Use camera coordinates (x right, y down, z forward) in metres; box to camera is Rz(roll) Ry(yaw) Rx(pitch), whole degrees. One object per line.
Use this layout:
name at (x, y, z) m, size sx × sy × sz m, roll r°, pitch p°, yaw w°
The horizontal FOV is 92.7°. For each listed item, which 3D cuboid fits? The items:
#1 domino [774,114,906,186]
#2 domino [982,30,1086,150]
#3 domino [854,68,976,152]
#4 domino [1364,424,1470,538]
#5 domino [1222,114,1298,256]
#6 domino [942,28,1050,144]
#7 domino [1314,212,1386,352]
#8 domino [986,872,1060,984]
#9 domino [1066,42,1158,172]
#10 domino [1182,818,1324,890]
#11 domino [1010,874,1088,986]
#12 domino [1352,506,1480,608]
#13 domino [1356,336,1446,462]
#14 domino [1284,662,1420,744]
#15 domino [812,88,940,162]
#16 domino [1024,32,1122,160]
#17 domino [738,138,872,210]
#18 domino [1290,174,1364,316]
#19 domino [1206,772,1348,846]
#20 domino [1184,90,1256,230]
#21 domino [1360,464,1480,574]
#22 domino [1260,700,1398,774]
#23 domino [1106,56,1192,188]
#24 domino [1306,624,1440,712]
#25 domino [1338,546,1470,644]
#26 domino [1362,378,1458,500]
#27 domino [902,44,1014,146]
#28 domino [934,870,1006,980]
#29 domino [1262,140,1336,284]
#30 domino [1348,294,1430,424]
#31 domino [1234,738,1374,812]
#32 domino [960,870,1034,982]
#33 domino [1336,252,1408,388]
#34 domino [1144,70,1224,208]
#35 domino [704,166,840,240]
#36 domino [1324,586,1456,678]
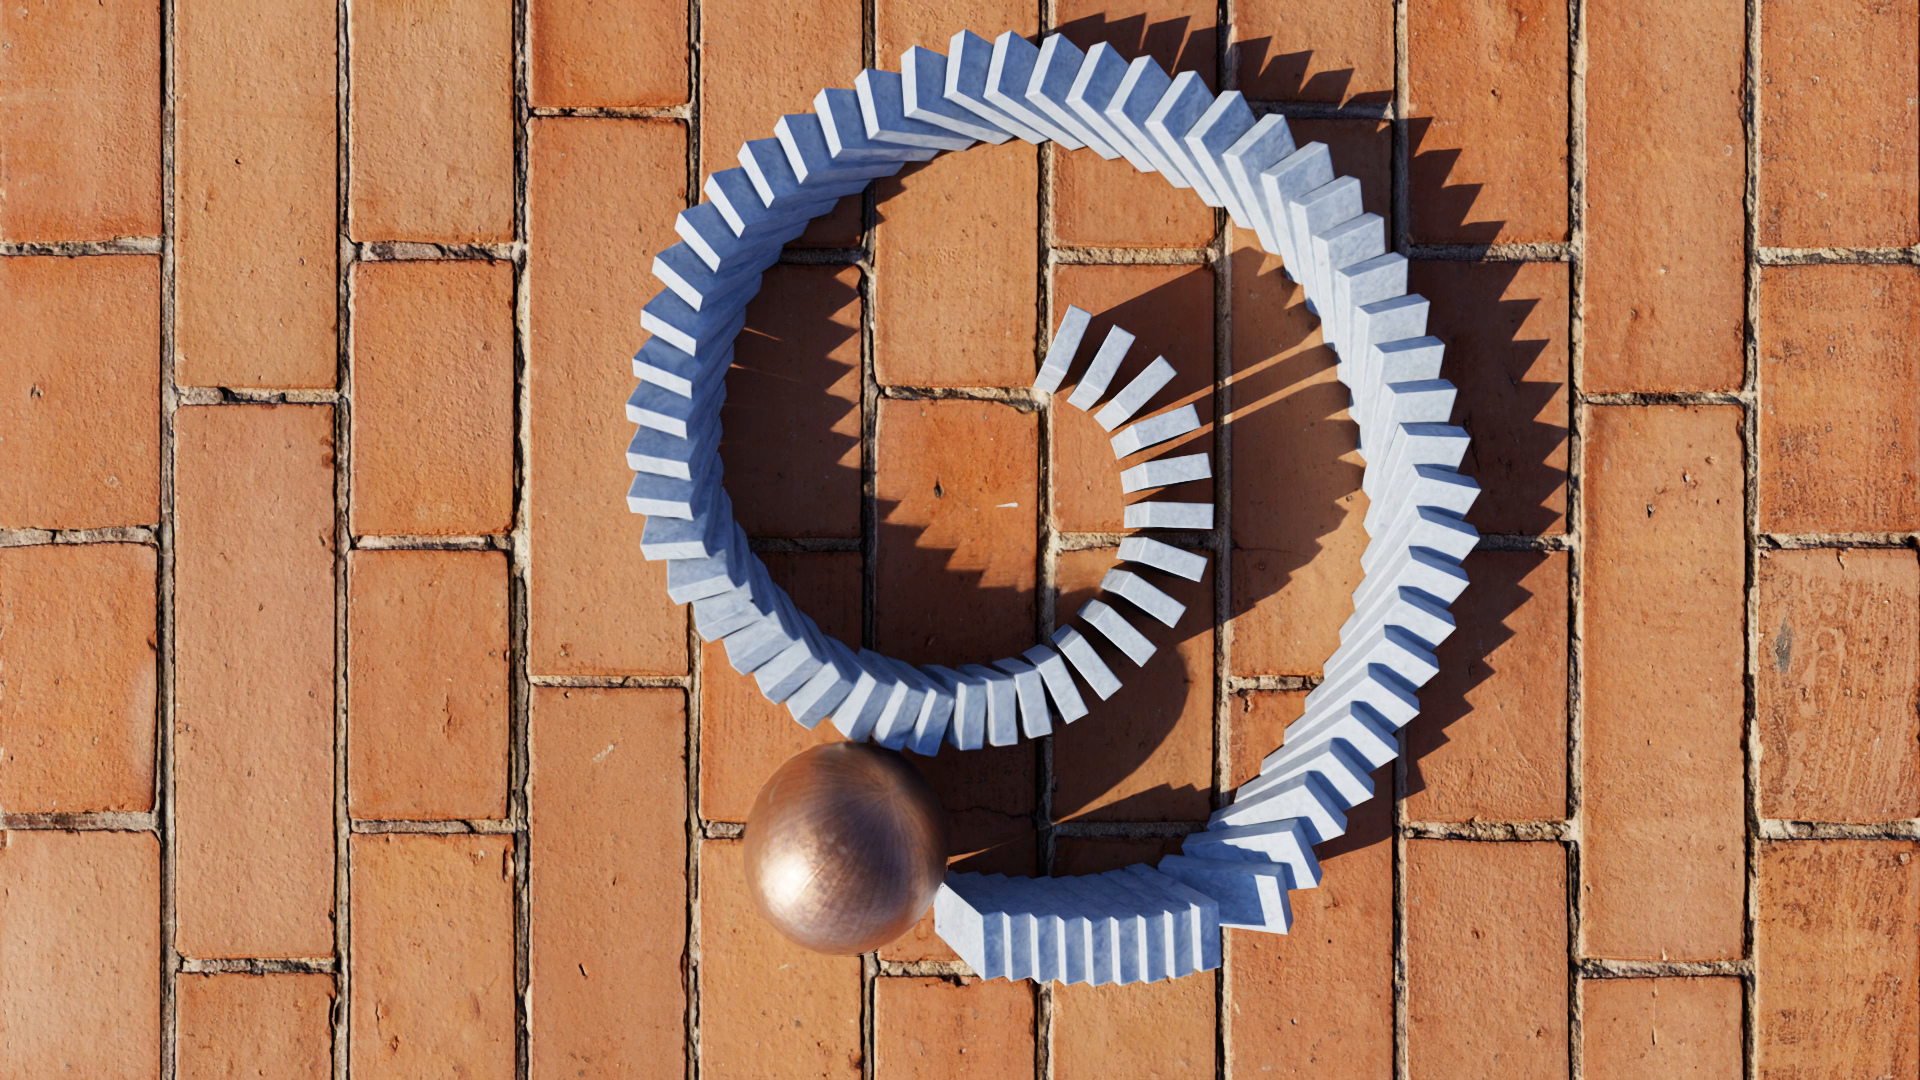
domino at (-0.049, -0.164, 0.381) m, size 0.050 × 0.009 × 0.025 m, roll -23°, pitch 90°, yaw -36°
domino at (0.034, -0.186, 0.381) m, size 0.050 × 0.009 × 0.025 m, roll 13°, pitch 89°, yaw -36°
domino at (-0.018, -0.178, 0.381) m, size 0.050 × 0.010 × 0.025 m, roll -12°, pitch 90°, yaw -37°
domino at (0.189, -0.024, 0.381) m, size 0.025 × 0.009 × 0.050 m, roll 3°, pitch 126°, yaw 0°
domino at (0.131, -0.147, 0.381) m, size 0.025 × 0.010 × 0.050 m, roll -42°, pitch 126°, yaw 0°
domino at (0.017, -0.187, 0.381) m, size 0.050 × 0.009 × 0.025 m, roll 9°, pitch 89°, yaw -36°
domino at (0.163, -0.107, 0.381) m, size 0.025 × 0.010 × 0.050 m, roll -23°, pitch 126°, yaw 0°
domino at (0.024, 0.157, 0.375) m, size 0.009 × 0.050 × 0.025 m, roll -2°, pitch 90°, yaw -24°
domino at (0.069, -0.179, 0.381) m, size 0.050 × 0.009 × 0.025 m, roll 25°, pitch 90°, yaw -36°
domino at (0.120, 0.133, 0.381) m, size 0.050 × 0.009 × 0.025 m, roll -24°, pitch 93°, yaw 37°
domino at (0.034, 0.158, 0.375) m, size 0.010 × 0.050 × 0.025 m, roll -2°, pitch 90°, yaw -24°
domino at (0.188, 0.012, 0.381) m, size 0.025 × 0.009 × 0.050 m, roll 19°, pitch 126°, yaw -1°
domino at (0.183, -0.058, 0.382) m, size 0.025 × 0.010 × 0.050 m, roll -8°, pitch 126°, yaw 0°
domino at (0.162, 0.076, 0.382) m, size 0.025 × 0.010 × 0.050 m, roll 35°, pitch 125°, yaw 0°
domino at (-0.034, -0.172, 0.381) m, size 0.050 × 0.010 × 0.025 m, roll -17°, pitch 90°, yaw -36°
domino at (0.052, -0.183, 0.381) m, size 0.050 × 0.010 × 0.025 m, roll 20°, pitch 90°, yaw -36°
domino at (-0.064, -0.155, 0.381) m, size 0.050 × 0.010 × 0.025 m, roll -28°, pitch 90°, yaw -37°
domino at (0.155, -0.122, 0.381) m, size 0.025 × 0.009 × 0.050 m, roll -27°, pitch 126°, yaw -1°
domino at (0.131, 0.118, 0.381) m, size 0.025 × 0.010 × 0.050 m, roll 50°, pitch 127°, yaw 0°
domino at (0.116, -0.157, 0.381) m, size 0.025 × 0.009 × 0.050 m, roll -50°, pitch 127°, yaw 0°
domino at (0.190, -0.006, 0.381) m, size 0.025 × 0.010 × 0.050 m, roll 12°, pitch 126°, yaw 0°
domino at (0.153, 0.091, 0.382) m, size 0.025 × 0.009 × 0.050 m, roll 41°, pitch 125°, yaw 0°
domino at (0.085, -0.173, 0.382) m, size 0.050 × 0.009 × 0.025 m, roll 29°, pitch 90°, yaw -36°
domino at (0.170, 0.060, 0.382) m, size 0.025 × 0.010 × 0.050 m, roll 31°, pitch 126°, yaw 0°
domino at (0.184, 0.028, 0.381) m, size 0.025 × 0.010 × 0.050 m, roll 23°, pitch 126°, yaw 0°
domino at (0.186, -0.041, 0.382) m, size 0.025 × 0.009 × 0.050 m, roll -4°, pitch 126°, yaw 0°
domino at (-0.001, -0.184, 0.381) m, size 0.050 × 0.009 × 0.025 m, roll -2°, pitch 90°, yaw -37°
domino at (0.003, 0.156, 0.375) m, size 0.010 × 0.050 × 0.025 m, roll -2°, pitch 90°, yaw -24°
domino at (0.144, -0.135, 0.381) m, size 0.025 × 0.010 × 0.050 m, roll -32°, pitch 126°, yaw 0°
domino at (0.178, -0.075, 0.382) m, size 0.025 × 0.009 × 0.050 m, roll -12°, pitch 126°, yaw 0°
domino at (0.143, 0.105, 0.382) m, size 0.025 × 0.009 × 0.050 m, roll 46°, pitch 126°, yaw 0°
domino at (0.013, 0.157, 0.375) m, size 0.009 × 0.050 × 0.025 m, roll -2°, pitch 90°, yaw -24°
domino at (0.171, -0.091, 0.382) m, size 0.025 × 0.009 × 0.050 m, roll -18°, pitch 126°, yaw 0°
domino at (0.101, -0.166, 0.382) m, size 0.050 × 0.010 × 0.025 m, roll 34°, pitch 90°, yaw -36°
domino at (-0.078, -0.144, 0.381) m, size 0.050 × 0.010 × 0.025 m, roll -33°, pitch 89°, yaw -37°
domino at (0.178, 0.045, 0.382) m, size 0.025 × 0.009 × 0.050 m, roll 27°, pitch 126°, yaw 0°
